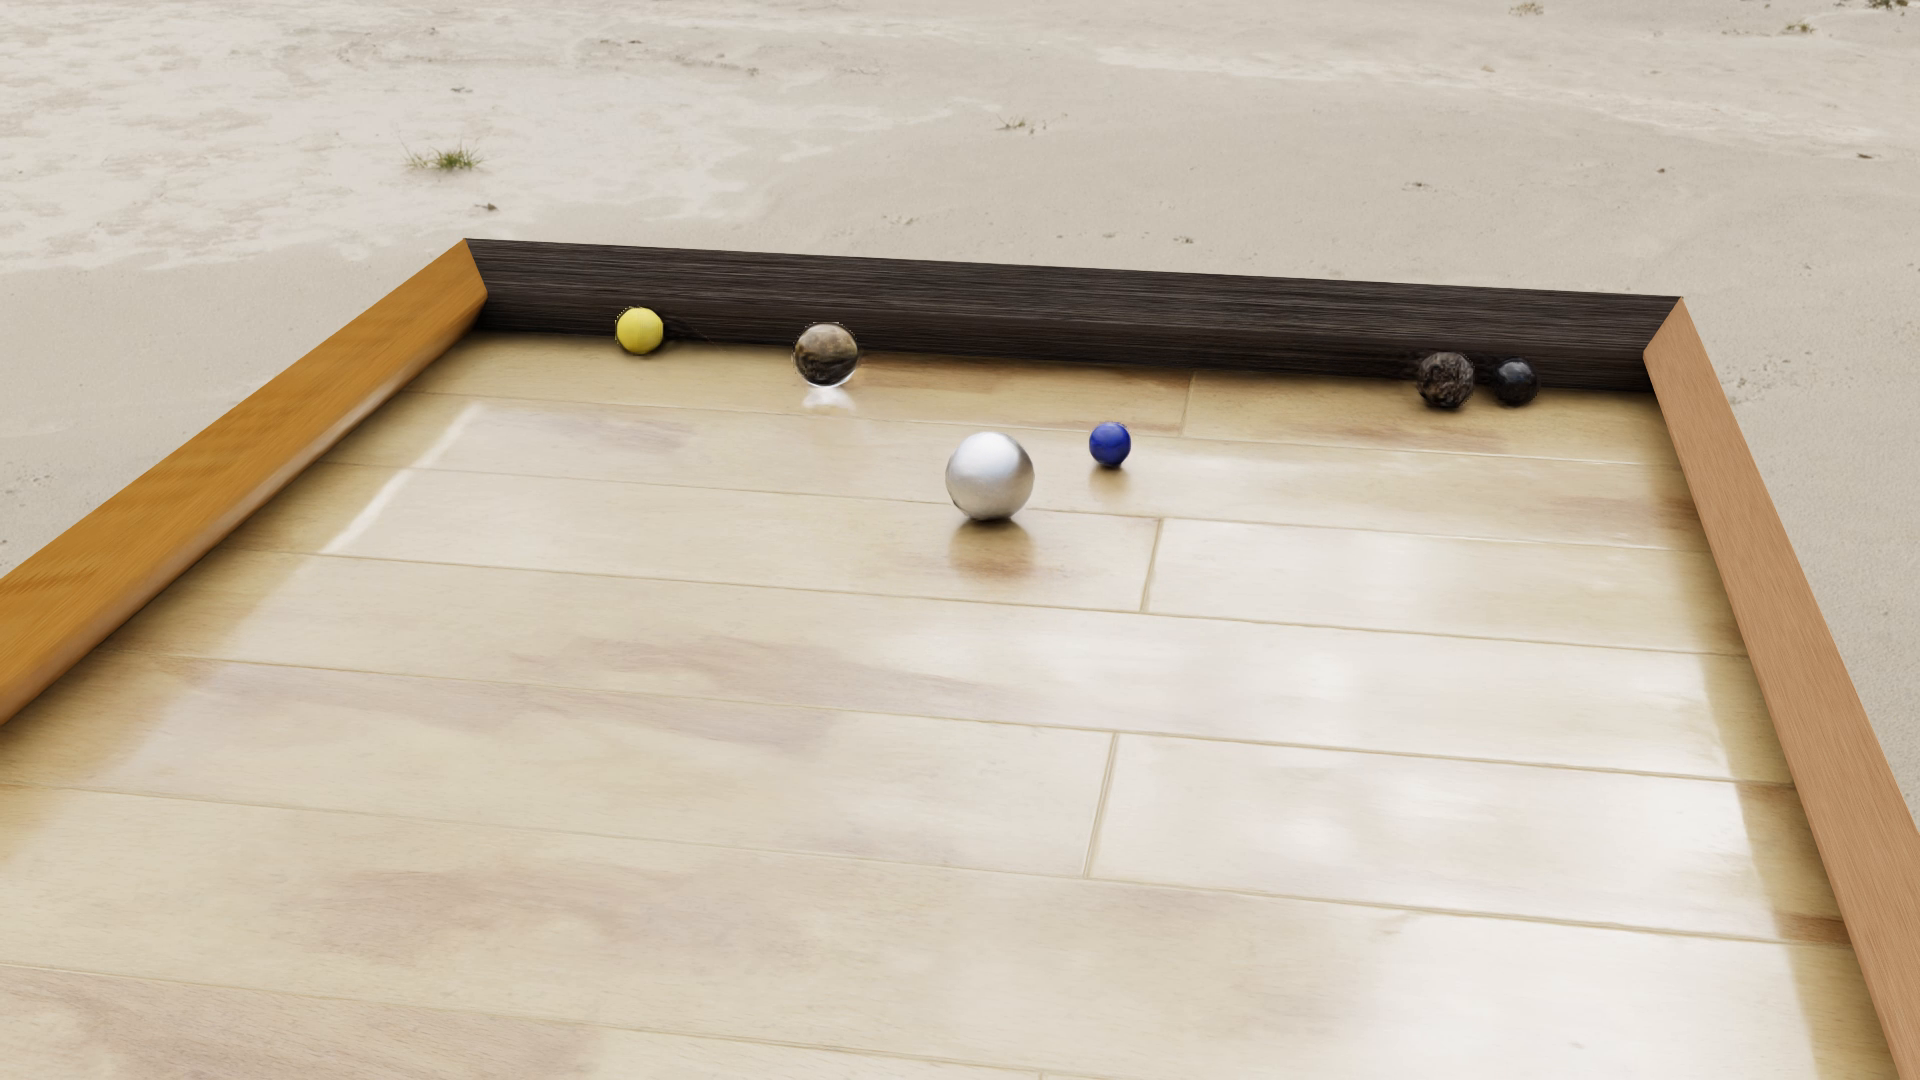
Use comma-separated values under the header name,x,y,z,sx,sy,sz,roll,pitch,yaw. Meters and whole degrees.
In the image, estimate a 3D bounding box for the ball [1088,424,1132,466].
name,x,y,z,sx,sy,sz,roll,pitch,yaw
ball,0.175,-0.111,2.571,0.051,0.051,0.051,0,24,0

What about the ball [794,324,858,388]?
name,x,y,z,sx,sy,sz,roll,pitch,yaw
ball,-0.171,-0.236,2.815,0.083,0.083,0.083,0,24,0

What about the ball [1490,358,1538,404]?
name,x,y,z,sx,sy,sz,roll,pitch,yaw
ball,0.697,-0.199,2.763,0.058,0.058,0.058,0,24,0

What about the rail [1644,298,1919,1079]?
name,x,y,z,sx,sy,sz,roll,pitch,yaw
rail,0.654,0.298,1.538,0.045,0.128,2.761,4,24,9

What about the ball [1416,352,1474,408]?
name,x,y,z,sx,sy,sz,roll,pitch,yaw
ball,0.607,-0.201,2.750,0.071,0.071,0.071,0,24,0

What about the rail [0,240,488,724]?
name,x,y,z,sx,sy,sz,roll,pitch,yaw
rail,-0.883,0.194,1.775,0.045,0.128,2.761,4,24,9

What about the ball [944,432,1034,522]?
name,x,y,z,sx,sy,sz,roll,pitch,yaw
ball,0.033,-0.069,2.416,0.098,0.098,0.098,0,24,0

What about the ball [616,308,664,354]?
name,x,y,z,sx,sy,sz,roll,pitch,yaw
ball,-0.427,-0.280,2.941,0.063,0.063,0.063,0,24,0

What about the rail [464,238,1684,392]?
name,x,y,z,sx,sy,sz,roll,pitch,yaw
rail,0.111,-0.291,2.882,1.606,0.128,0.045,4,24,9
